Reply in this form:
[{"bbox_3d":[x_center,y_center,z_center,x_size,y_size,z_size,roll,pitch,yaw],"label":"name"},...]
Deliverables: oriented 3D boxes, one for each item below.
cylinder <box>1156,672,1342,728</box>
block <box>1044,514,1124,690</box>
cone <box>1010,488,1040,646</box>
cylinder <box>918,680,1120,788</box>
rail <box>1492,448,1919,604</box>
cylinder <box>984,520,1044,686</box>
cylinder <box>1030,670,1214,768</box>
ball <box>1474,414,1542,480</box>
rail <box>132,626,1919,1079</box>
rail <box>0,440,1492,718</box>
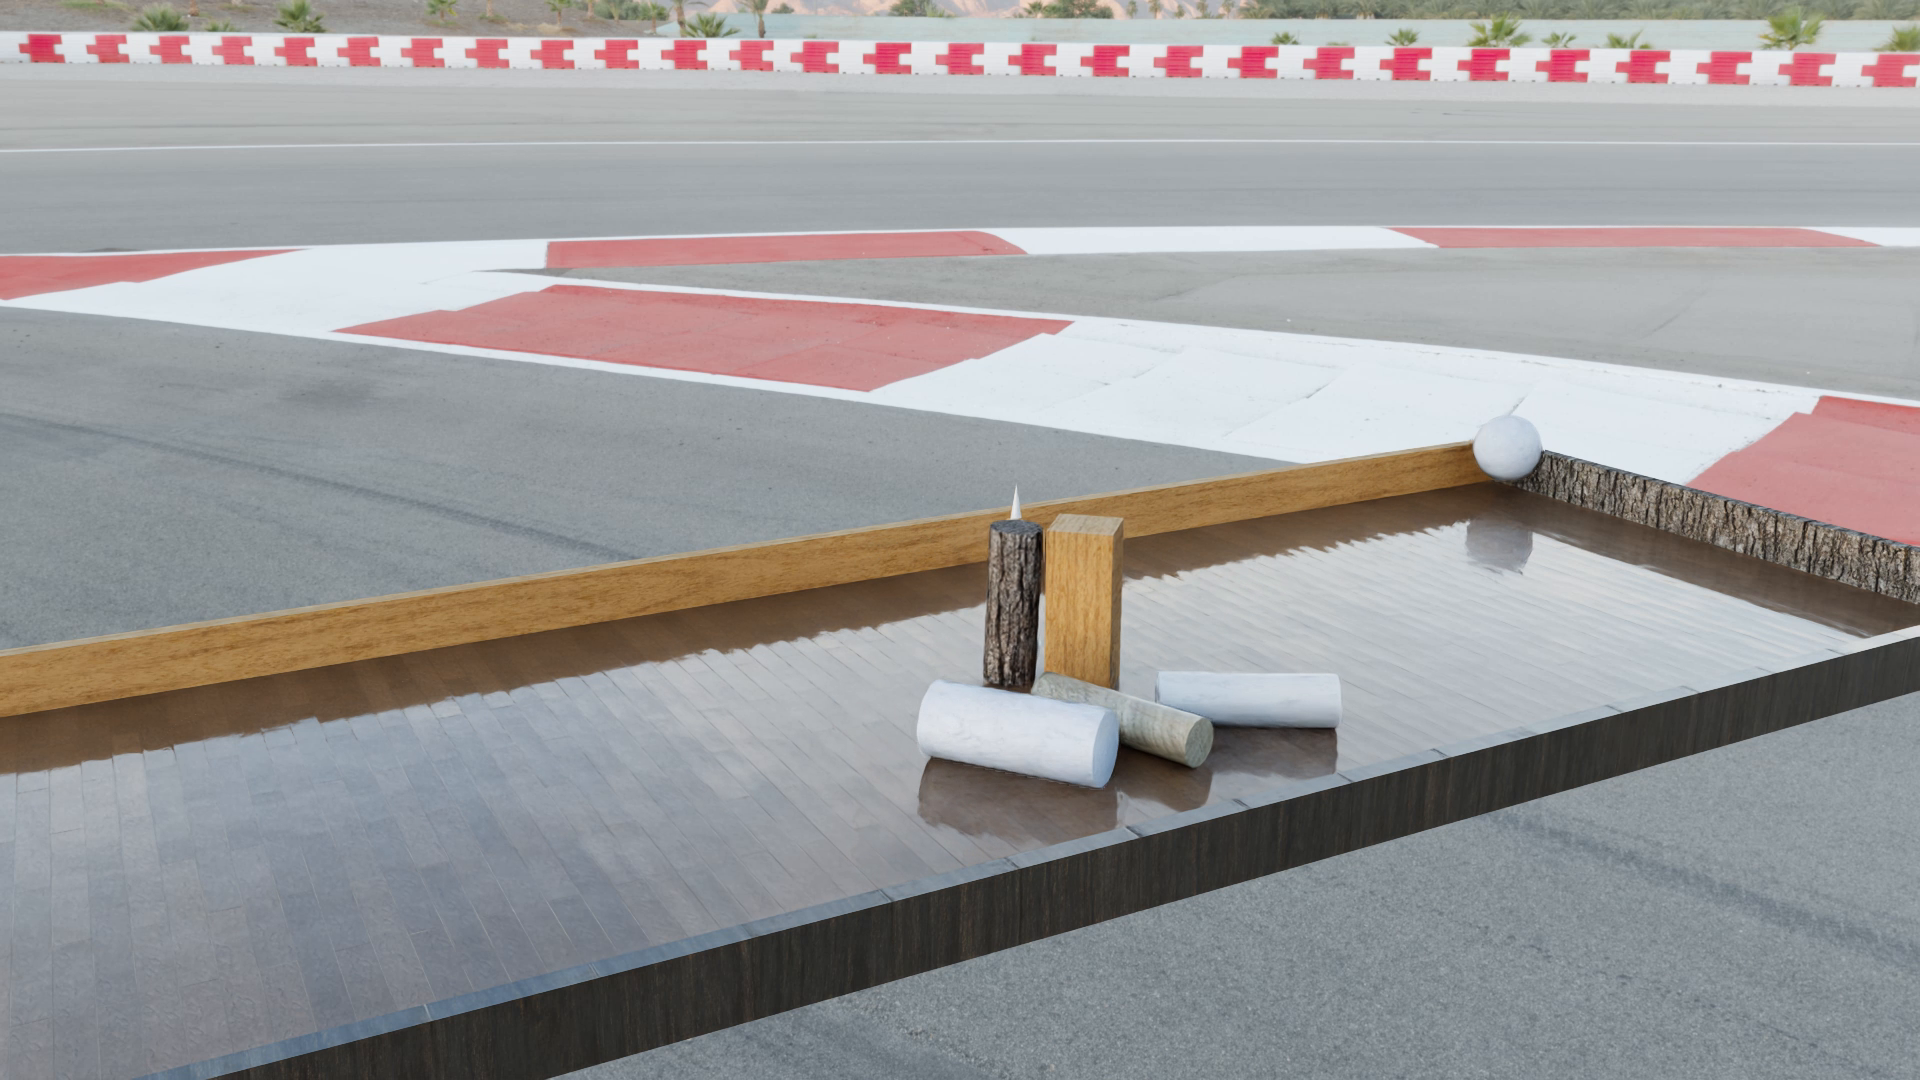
[{"bbox_3d":[0.671,0.373,3.860,0.415,0.126,0.126,1,16,2],"label":"cylinder"},{"bbox_3d":[0.307,0.160,4.077,0.161,0.413,0.161,4,17,14],"label":"block"},{"bbox_3d":[0.147,0.065,4.351,0.139,0.442,0.139,0,16,0],"label":"cone"},{"bbox_3d":[0.127,0.422,3.614,0.408,0.172,0.172,7,18,24],"label":"cylinder"},{"bbox_3d":[2.466,-0.048,5.253,0.050,0.150,2.100,-9,18,-27],"label":"rail"},{"bbox_3d":[0.132,0.157,4.119,0.132,0.392,0.132,2,16,-1],"label":"cylinder"},{"bbox_3d":[0.363,0.406,3.772,0.437,0.113,0.113,14,21,39],"label":"cylinder"},{"bbox_3d":[1.948,-0.329,5.866,0.234,0.234,0.234,0,16,0],"label":"ball"},{"bbox_3d":[-2.336,1.006,1.665,12.000,0.150,0.050,-9,18,-27],"label":"rail"},{"bbox_3d":[-3.305,0.497,3.399,12.000,0.150,0.050,-9,18,-27],"label":"rail"}]
